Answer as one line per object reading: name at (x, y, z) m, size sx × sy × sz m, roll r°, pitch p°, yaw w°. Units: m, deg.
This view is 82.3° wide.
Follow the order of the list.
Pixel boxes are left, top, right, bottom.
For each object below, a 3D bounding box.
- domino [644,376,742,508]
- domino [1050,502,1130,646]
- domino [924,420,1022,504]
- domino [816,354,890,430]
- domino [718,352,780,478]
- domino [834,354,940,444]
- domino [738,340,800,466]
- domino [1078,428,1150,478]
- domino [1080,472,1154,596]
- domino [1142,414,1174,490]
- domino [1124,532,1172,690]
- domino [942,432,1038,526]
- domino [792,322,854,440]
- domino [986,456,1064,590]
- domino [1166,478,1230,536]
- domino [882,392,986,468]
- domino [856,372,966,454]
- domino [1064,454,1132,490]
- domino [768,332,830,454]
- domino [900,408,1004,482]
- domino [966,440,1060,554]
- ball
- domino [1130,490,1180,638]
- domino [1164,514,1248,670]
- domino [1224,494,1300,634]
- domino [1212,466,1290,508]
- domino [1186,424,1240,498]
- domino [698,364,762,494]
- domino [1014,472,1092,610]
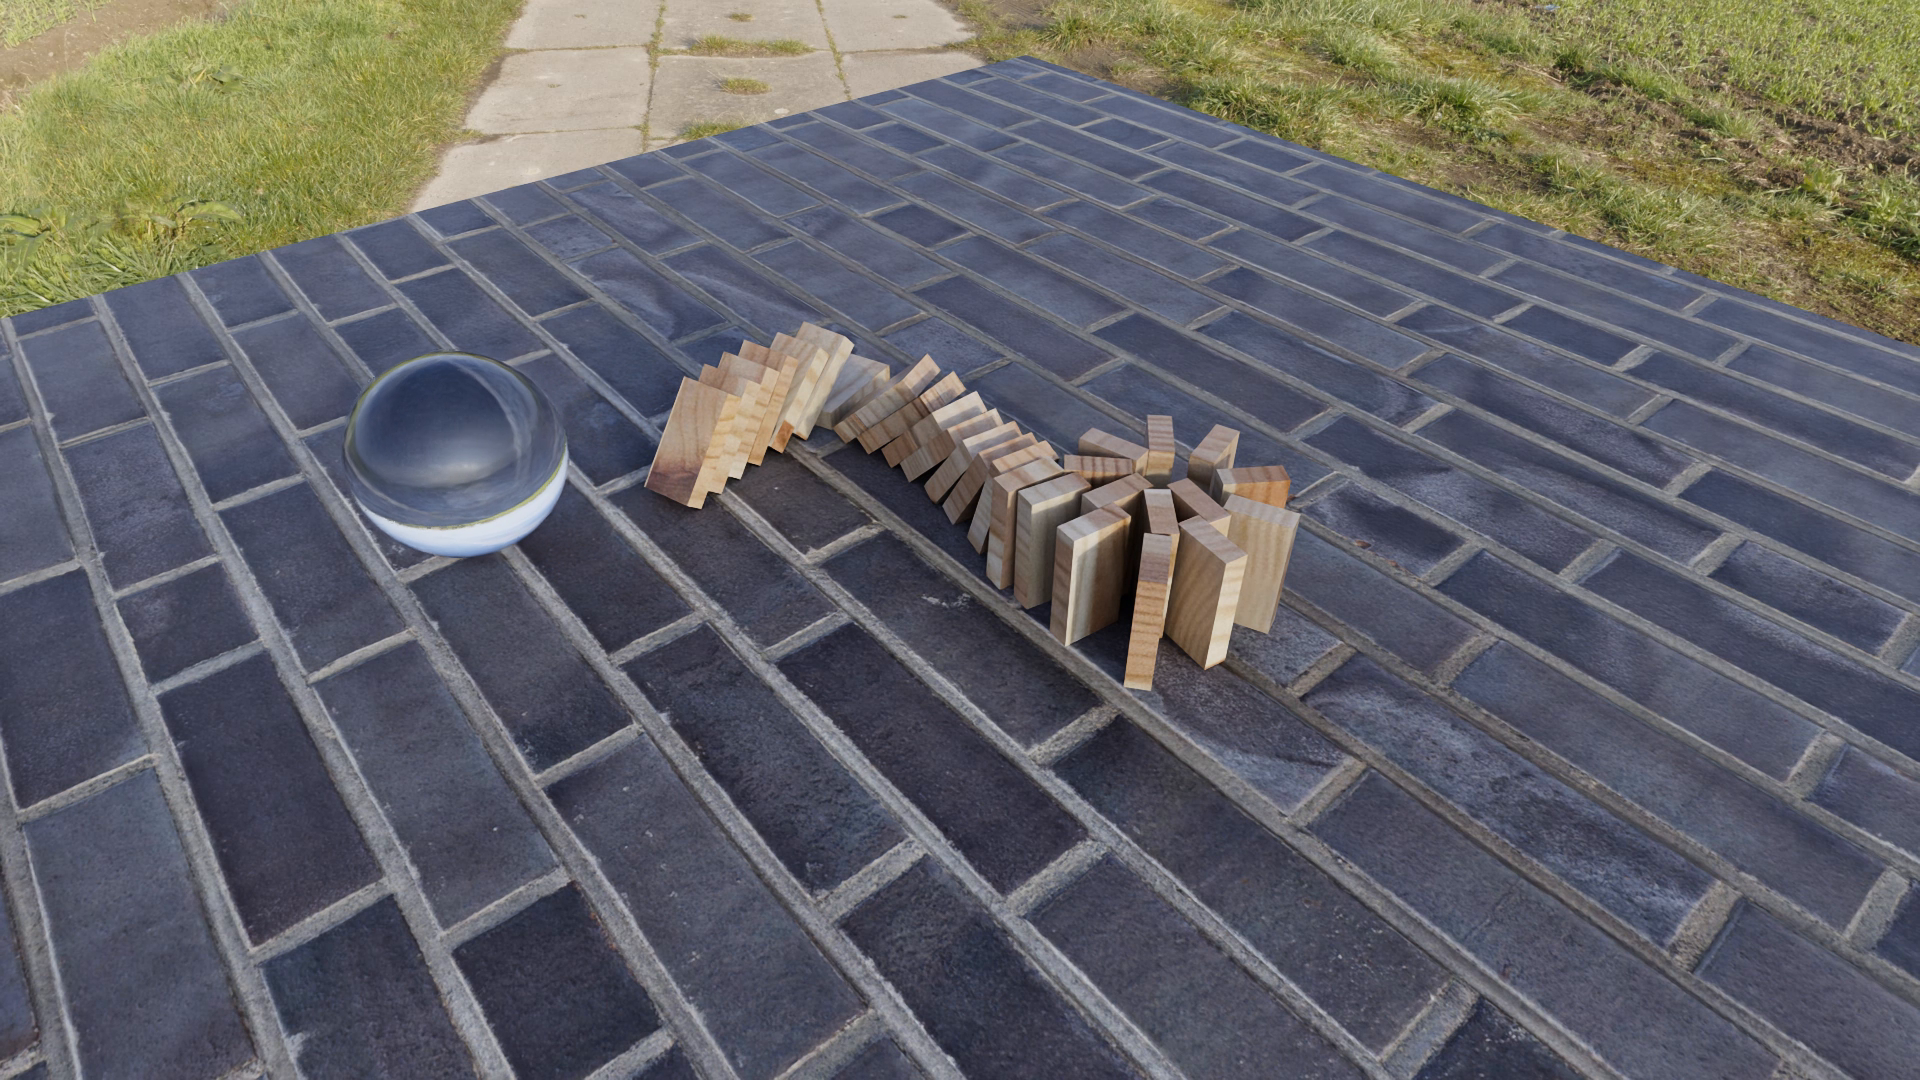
domino at (-0.113, -0.041, 0.467) m, size 0.025 × 0.050 × 0.010 m, roll 22°, pitch 3°, yaw 25°
domino at (0.046, 0.013, 0.396) m, size 0.025 × 0.050 × 0.009 m, roll -23°, pitch 44°, yaw -25°
domino at (0.005, -0.031, 0.453) m, size 0.025 × 0.050 × 0.009 m, roll -23°, pitch 81°, yaw -25°
domino at (-0.058, -0.073, 0.532) m, size 0.025 × 0.010 × 0.050 m, roll 20°, pitch 43°, yaw 23°
domino at (-0.100, -0.055, 0.483) m, size 0.025 × 0.050 × 0.009 m, roll 22°, pitch 3°, yaw 25°
domino at (-0.033, -0.063, 0.496) m, size 0.050 × 0.009 × 0.025 m, roll -27°, pitch 19°, yaw 41°
domino at (-0.093, -0.061, 0.491) m, size 0.025 × 0.050 × 0.010 m, roll 22°, pitch 3°, yaw 25°
domino at (0.058, -0.017, 0.432) m, size 0.025 × 0.050 × 0.010 m, roll 25°, pitch 45°, yaw 28°
domino at (0.057, 0.001, 0.410) m, size 0.025 × 0.050 × 0.009 m, roll -22°, pitch 45°, yaw -24°
domino at (0.077, -0.022, 0.438) m, size 0.009 × 0.050 × 0.025 m, roll 4°, pitch 39°, yaw 4°
domino at (0.065, 0.025, 0.381) m, size 0.009 × 0.050 × 0.025 m, roll 8°, pitch 40°, yaw 9°
domino at (0.012, -0.024, 0.443) m, size 0.025 × 0.050 × 0.009 m, roll -23°, pitch 76°, yaw -25°
domino at (-0.072, -0.074, 0.510) m, size 0.025 × 0.010 × 0.050 m, roll 24°, pitch 85°, yaw 26°
domino at (0.024, -0.006, 0.418) m, size 0.025 × 0.050 × 0.009 m, roll -23°, pitch 49°, yaw -25°
domino at (0.084, 0.005, 0.405) m, size 0.010 × 0.050 × 0.025 m, roll -18°, pitch 43°, yaw -21°
domino at (-0.012, -0.047, 0.475) m, size 0.025 × 0.050 × 0.009 m, roll -30°, pitch 93°, yaw -32°
domino at (-0.022, -0.056, 0.487) m, size 0.050 × 0.010 × 0.025 m, roll -24°, pitch 14°, yaw 49°
domino at (0.050, -0.009, 0.421) m, size 0.025 × 0.050 × 0.009 m, roll 4°, pitch 39°, yaw 2°
domino at (-0.082, -0.067, 0.501) m, size 0.025 × 0.010 × 0.050 m, roll 23°, pitch 86°, yaw 26°
domino at (-0.004, -0.040, 0.466) m, size 0.025 × 0.050 × 0.009 m, roll -26°, pitch 90°, yaw -28°
domino at (0.020, -0.016, 0.431) m, size 0.025 × 0.050 × 0.009 m, roll -23°, pitch 63°, yaw -25°
ball at (-0.195, -0.033, 0.428) m, size 0.080 × 0.080 × 0.080 m, roll 0°, pitch 39°, yaw 0°
domino at (0.070, 0.009, 0.400) m, size 0.009 × 0.050 × 0.025 m, roll 1°, pitch 40°, yaw 1°
domino at (0.085, 0.019, 0.388) m, size 0.010 × 0.050 × 0.025 m, roll -21°, pitch 44°, yaw -23°
domino at (0.105, 0.009, 0.400) m, size 0.025 × 0.050 × 0.010 m, roll 19°, pitch 43°, yaw 21°
domino at (0.107, -0.004, 0.417) m, size 0.025 × 0.050 × 0.009 m, roll -4°, pitch 39°, yaw -4°
domino at (0.097, -0.017, 0.433) m, size 0.009 × 0.050 × 0.025 m, roll 22°, pitch 44°, yaw 25°
domino at (-0.107, -0.048, 0.475) m, size 0.025 × 0.050 × 0.009 m, roll 22°, pitch 3°, yaw 25°
domino at (0.034, 0.001, 0.411) m, size 0.025 × 0.050 × 0.010 m, roll -19°, pitch 43°, yaw -22°
